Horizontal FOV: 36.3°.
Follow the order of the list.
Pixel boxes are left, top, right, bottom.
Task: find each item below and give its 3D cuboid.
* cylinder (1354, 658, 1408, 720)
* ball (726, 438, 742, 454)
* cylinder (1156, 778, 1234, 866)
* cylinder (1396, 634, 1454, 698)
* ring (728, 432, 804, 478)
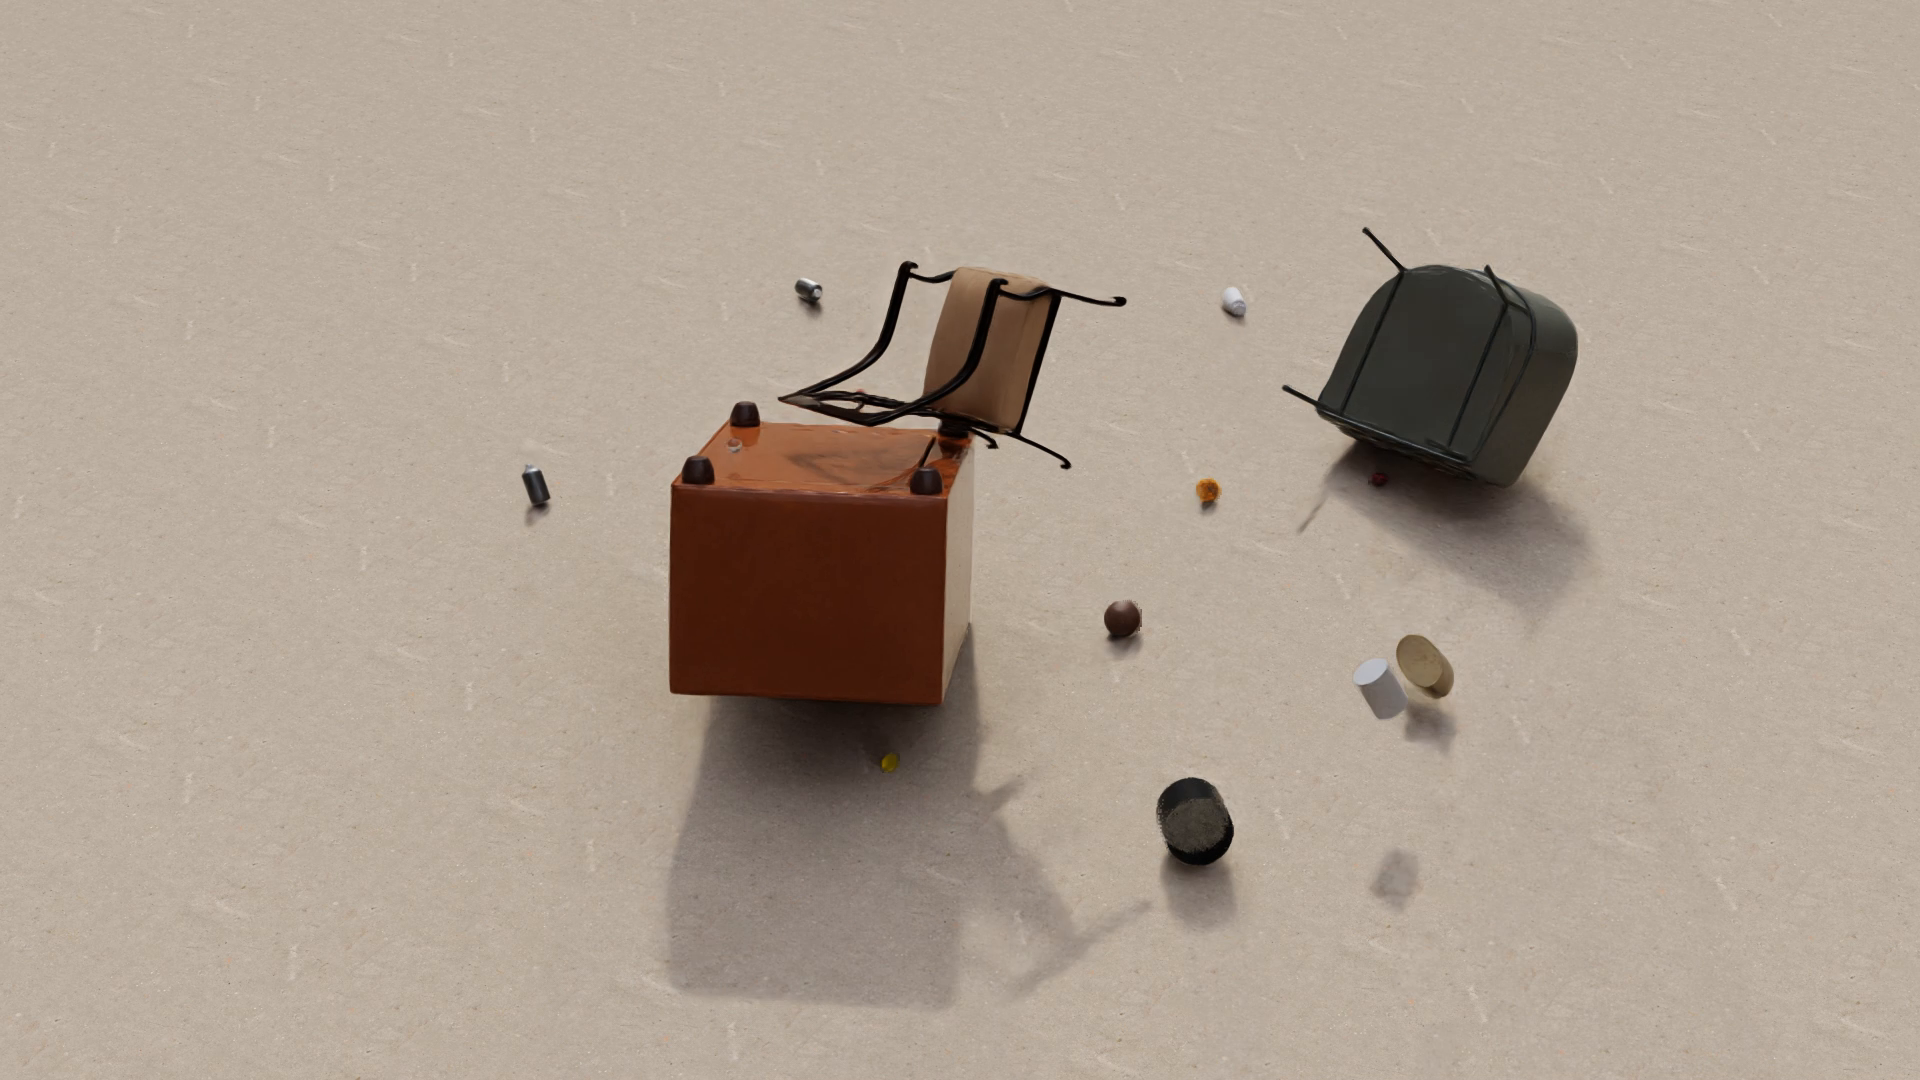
[{"bbox_3d":[1.364,0.483,9.498,0.123,0.192,0.091,-34,39,2],"label":"cylinder"},{"bbox_3d":[-0.744,-0.312,9.678,0.050,0.050,0.050,0,33,0],"label":"ball"},{"bbox_3d":[0.748,0.897,9.341,0.220,0.235,0.160,-16,20,0],"label":"cylinder"},{"bbox_3d":[1.592,0.433,10.037,0.143,0.144,0.205,-35,60,10],"label":"cylinder"},{"bbox_3d":[-0.751,-0.328,11.356,0.297,0.096,0.253,-5,34,-12],"label":"ring"}]
